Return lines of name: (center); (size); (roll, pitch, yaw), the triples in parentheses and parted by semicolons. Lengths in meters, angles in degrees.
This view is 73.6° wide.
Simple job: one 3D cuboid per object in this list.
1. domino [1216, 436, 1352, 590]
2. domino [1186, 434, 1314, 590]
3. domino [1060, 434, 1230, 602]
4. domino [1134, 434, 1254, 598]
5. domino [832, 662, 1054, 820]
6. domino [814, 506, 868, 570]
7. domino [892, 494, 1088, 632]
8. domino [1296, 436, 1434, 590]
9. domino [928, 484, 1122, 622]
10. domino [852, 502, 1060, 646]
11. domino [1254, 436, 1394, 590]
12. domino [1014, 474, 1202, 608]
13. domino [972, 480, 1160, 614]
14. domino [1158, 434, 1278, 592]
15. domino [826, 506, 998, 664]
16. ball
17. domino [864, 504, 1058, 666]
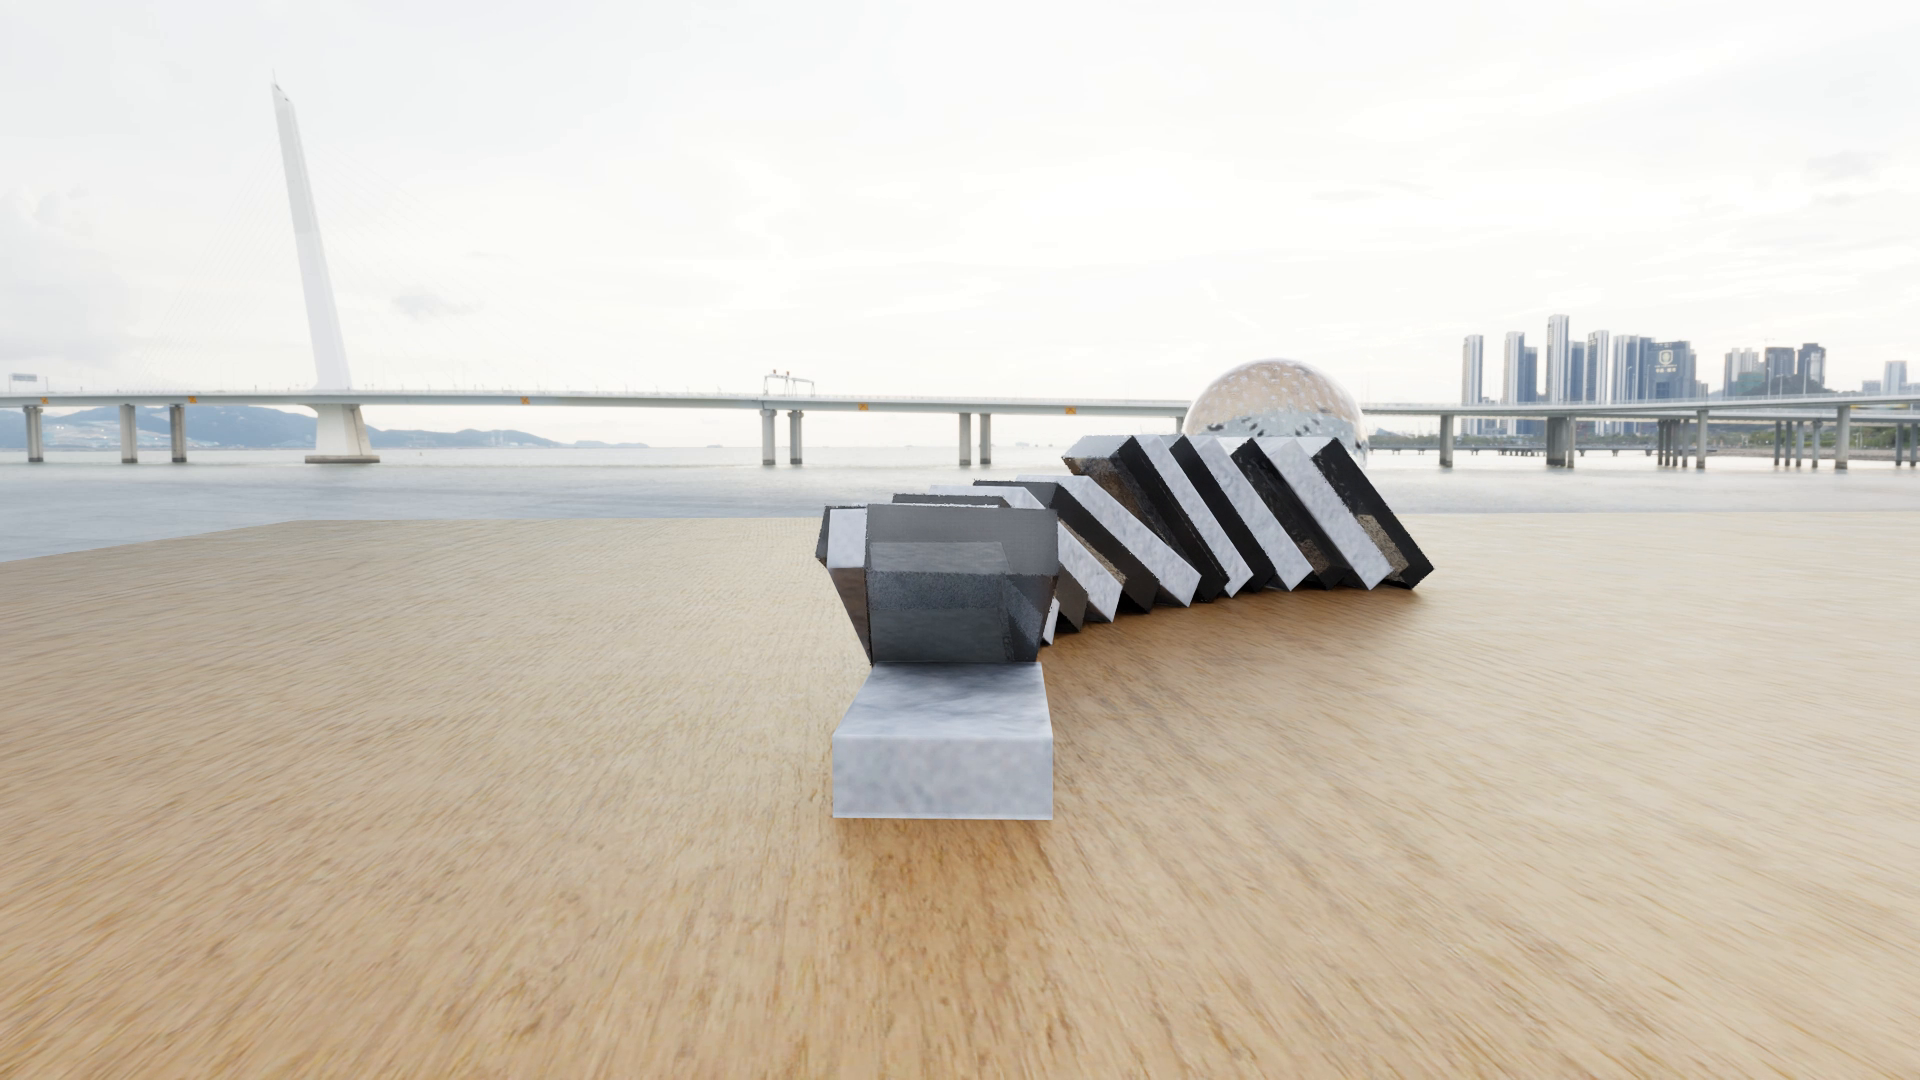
domino: (0.093, -0.008, 0.380); (0.009, 0.050, 0.025); (-40, 10, -5)
domino: (0.080, -0.008, 0.376); (0.010, 0.050, 0.025); (-41, 12, -9)
domino: (0.050, -0.006, 0.348); (0.009, 0.050, 0.025); (-43, 19, -16)
domino: (0.059, -0.007, 0.359); (0.010, 0.050, 0.025); (-43, 18, -16)
domino: (-0.001, 0.025, 0.170); (0.025, 0.010, 0.050); (0, 4, 2)
domino: (-0.005, 0.009, 0.235); (0.025, 0.010, 0.050); (1, -24, 20)
domino: (0.007, 0.006, 0.277); (0.025, 0.009, 0.050); (2, -24, 29)
domino: (0.117, -0.008, 0.382); (0.009, 0.050, 0.025); (-40, 10, -5)
domino: (0.015, 0.004, 0.297); (0.025, 0.009, 0.050); (3, -25, 36)
domino: (0.000, 0.008, 0.258); (0.025, 0.009, 0.050); (2, -23, 26)
domino: (0.105, -0.008, 0.381); (0.009, 0.050, 0.025); (-40, 10, -5)
domino: (0.037, 0.000, 0.330); (0.050, 0.010, 0.025); (37, -20, -35)
domino: (0.025, 0.002, 0.314); (0.025, 0.010, 0.050); (4, -25, 41)
domino: (0.068, -0.008, 0.368); (0.009, 0.050, 0.025); (-43, 18, -16)
domino: (-0.005, 0.010, 0.211); (0.025, 0.009, 0.050); (-1, -25, 5)
ball: (0.136, -0.039, 0.557); (0.080, 0.080, 0.080); (0, 4, 0)
domino: (-0.001, 0.010, 0.189); (0.025, 0.009, 0.050); (2, -25, -1)
